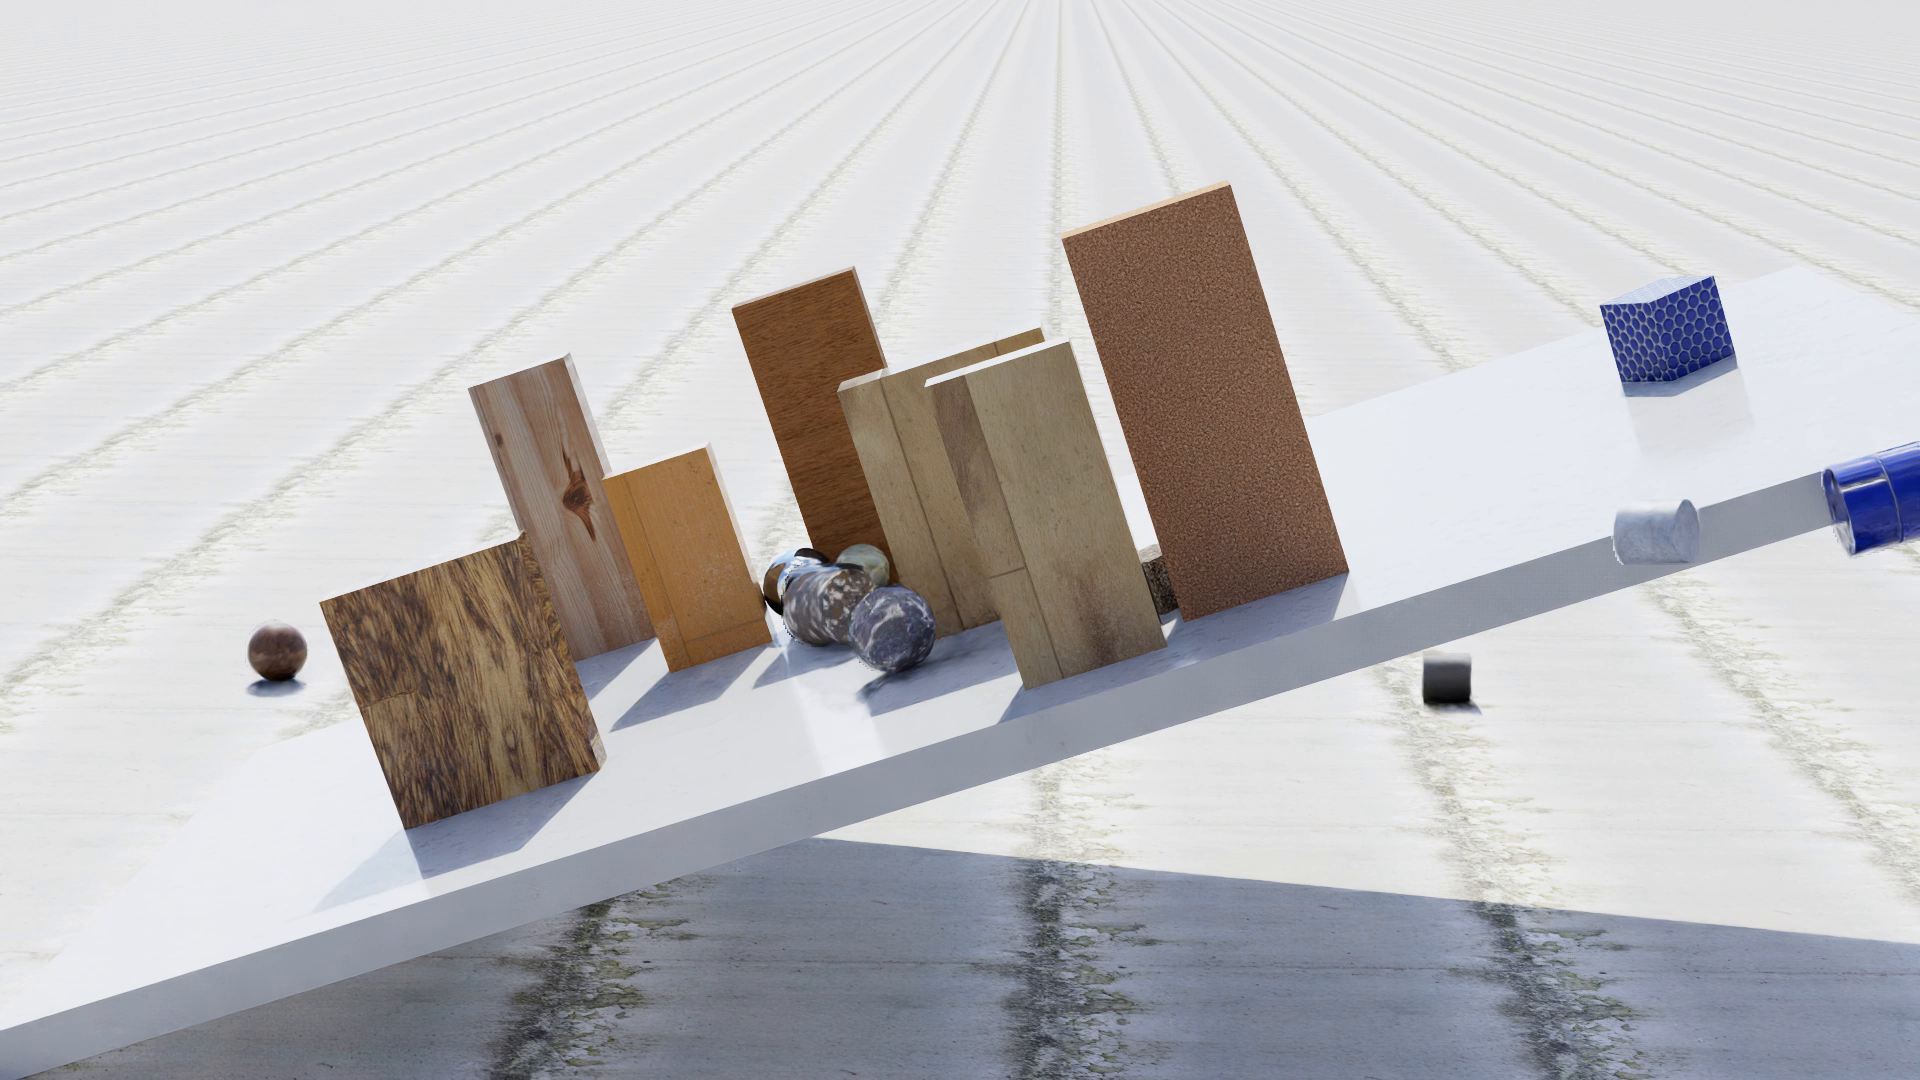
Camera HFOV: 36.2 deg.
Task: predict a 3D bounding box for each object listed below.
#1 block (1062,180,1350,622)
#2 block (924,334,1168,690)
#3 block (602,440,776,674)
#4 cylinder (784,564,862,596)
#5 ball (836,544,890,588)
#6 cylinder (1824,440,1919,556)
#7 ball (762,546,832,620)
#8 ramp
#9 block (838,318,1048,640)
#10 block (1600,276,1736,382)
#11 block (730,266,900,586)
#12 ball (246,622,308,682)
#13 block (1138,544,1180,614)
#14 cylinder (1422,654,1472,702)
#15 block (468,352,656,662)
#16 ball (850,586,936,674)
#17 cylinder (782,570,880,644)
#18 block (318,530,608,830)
[{"bbox_3d":[0.465,-0.261,5.573,0.328,0.768,0.109,-17,11,5],"label":"block"},{"bbox_3d":[0.162,-0.050,5.468,0.277,0.601,0.093,-17,11,5],"label":"block"},{"bbox_3d":[-0.615,0.039,6.696,0.248,0.471,0.084,-17,11,5],"label":"block"},{"bbox_3d":[-0.293,0.126,6.595,0.147,0.147,0.147,-8,3,-34],"label":"cylinder"},{"bbox_3d":[-0.226,0.072,6.806,0.129,0.129,0.129,0,12,0],"label":"ball"},{"bbox_3d":[1.594,-0.071,5.063,0.163,0.163,0.163,-16,10,6],"label":"cylinder"},{"bbox_3d":[-0.366,0.103,6.755,0.176,0.176,0.176,0,12,0],"label":"ball"},{"bbox_3d":[0.102,0.182,6.309,4.000,0.100,2.000,-17,11,5],"label":"ramp"},{"bbox_3d":[0.045,-0.123,6.155,0.441,0.560,0.135,-17,11,5],"label":"block"},{"bbox_3d":[1.533,-0.457,6.379,0.178,0.178,0.178,-23,11,-22],"label":"block"},{"bbox_3d":[-0.272,-0.244,6.853,0.294,0.729,0.088,-17,11,5],"label":"block"},{"bbox_3d":[-1.974,0.323,8.509,0.173,0.173,0.173,0,12,0],"label":"ball"},{"bbox_3d":[0.391,0.076,5.784,0.109,0.109,0.109,-26,13,-35],"label":"block"},{"bbox_3d":[1.373,0.388,8.301,0.130,0.130,0.130,1,12,7],"label":"cylinder"},{"bbox_3d":[-0.957,-0.077,7.191,0.246,0.720,0.102,-17,11,5],"label":"block"},{"bbox_3d":[-0.136,0.182,5.960,0.176,0.176,0.176,0,12,0],"label":"ball"},{"bbox_3d":[-0.275,0.147,6.416,0.162,0.162,0.162,-8,3,-35],"label":"cylinder"},{"bbox_3d":[-1.012,0.287,6.014,0.427,0.504,0.100,-17,11,5],"label":"block"}]
